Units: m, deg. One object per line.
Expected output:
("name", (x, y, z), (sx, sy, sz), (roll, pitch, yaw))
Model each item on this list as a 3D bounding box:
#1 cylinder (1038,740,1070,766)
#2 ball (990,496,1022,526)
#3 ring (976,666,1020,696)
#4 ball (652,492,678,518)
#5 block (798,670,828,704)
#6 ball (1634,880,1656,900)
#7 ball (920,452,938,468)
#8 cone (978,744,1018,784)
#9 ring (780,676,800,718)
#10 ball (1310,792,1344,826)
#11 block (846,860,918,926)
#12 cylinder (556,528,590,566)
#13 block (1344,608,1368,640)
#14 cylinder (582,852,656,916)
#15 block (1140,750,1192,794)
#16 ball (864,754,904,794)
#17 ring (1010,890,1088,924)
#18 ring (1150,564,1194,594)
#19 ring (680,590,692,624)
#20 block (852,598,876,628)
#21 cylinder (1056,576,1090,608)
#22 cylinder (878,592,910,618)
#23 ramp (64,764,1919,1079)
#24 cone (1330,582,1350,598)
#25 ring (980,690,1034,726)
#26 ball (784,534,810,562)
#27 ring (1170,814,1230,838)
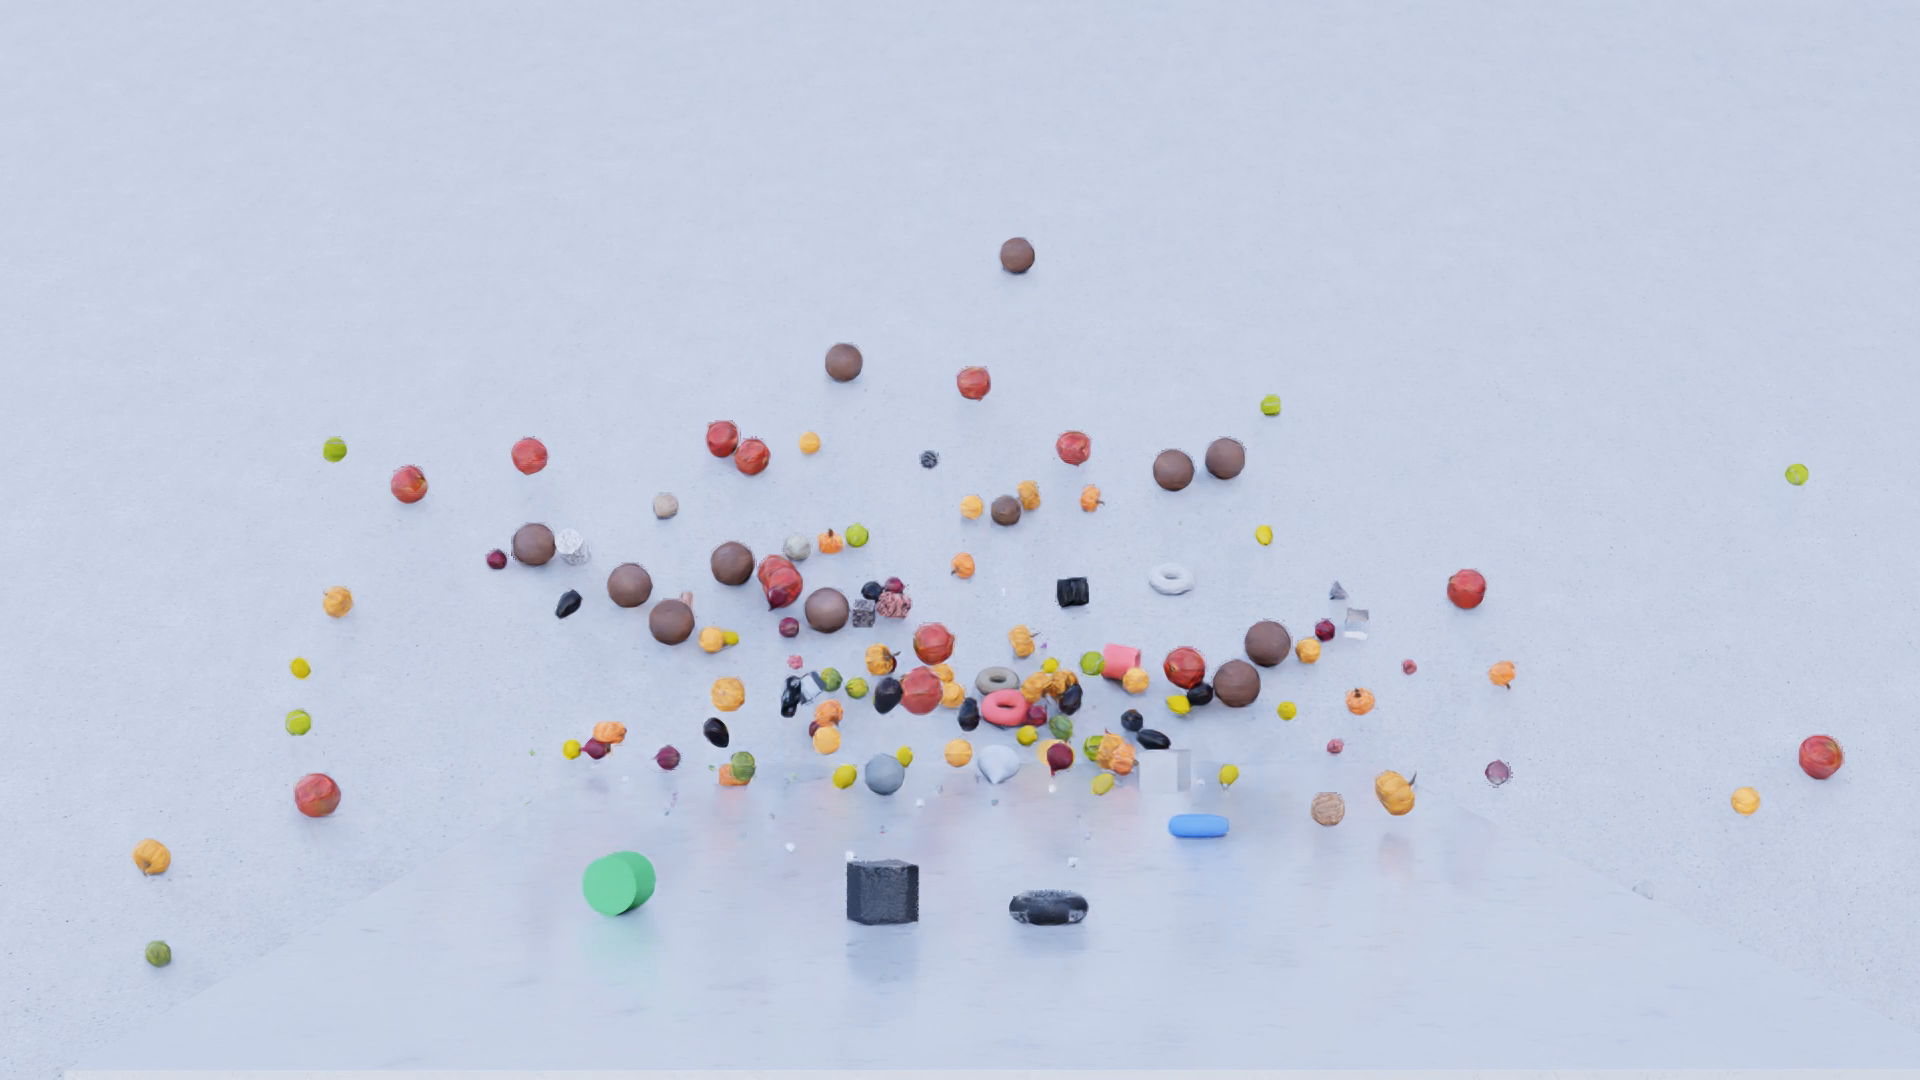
("cylinder", (0.239, 0.541, 6.582), (0.065, 0.065, 0.065), (16, 2, 25))
("ball", (0.140, -0.088, 7.866), (0.096, 0.096, 0.096), (0, 31, 0))
("ring", (0.104, 0.391, 7.123), (0.123, 0.041, 0.123), (1, 32, 0))
("ball", (-0.899, -0.105, 7.911), (0.078, 0.078, 0.078), (0, 31, 0))
("block", (-0.410, 0.398, 7.002), (0.060, 0.060, 0.060), (-31, 6, 47))
("ball", (1.674, 0.859, 6.332), (0.053, 0.053, 0.053), (0, 31, 0))
("ball", (-0.096, -0.252, 8.178), (0.054, 0.054, 0.054), (0, 31, 0))
("cone", (0.084, 0.550, 6.104), (0.100, 0.100, 0.100), (4, 27, 6))
("ring", (-0.454, 0.420, 6.937), (0.039, 0.116, 0.116), (11, 30, -9))
("ball", (0.727, 0.533, 5.118), (0.067, 0.067, 0.067), (0, 31, 0))
("block", (-0.114, 0.517, 3.800), (0.082, 0.082, 0.082), (0, 0, -23))
("cylinder", (-1.145, 0.021, 7.667), (0.082, 0.082, 0.082), (-5, 64, 11))
("block", (1.127, 0.238, 7.358), (0.061, 0.061, 0.061), (6, 32, 9))
("cylinder", (-0.512, 0.515, 3.891), (0.086, 0.086, 0.086), (8, 1, 13))
("block", (0.468, 0.526, 5.898), (0.090, 0.090, 0.090), (0, 0, 27))
("ball", (-0.170, 0.525, 5.801), (0.091, 0.091, 0.091), (0, 31, 0))
("ring", (0.130, 0.539, 3.793), (0.116, 0.039, 0.116), (-1, 1, 0))
("ring", (0.620, 0.114, 7.580), (0.131, 0.044, 0.131), (1, 32, -1))
("ring", (-0.781, 0.193, 7.397), (0.032, 0.097, 0.097), (4, 30, -8))
("block", (-0.275, 0.210, 7.407), (0.058, 0.058, 0.058), (3, 31, 6))
("cylinder", (0.326, 0.150, 7.481), (0.080, 0.080, 0.080), (-6, 32, -8))
("cylinder", (-0.189, 0.187, 7.411), (0.070, 0.070, 0.070), (9, 24, -30))
("ramp", (0.069, 0.613, 4.687), (2.000, 0.100, 4.000), (0, 0, 0))
("cone", (1.111, 0.157, 7.527), (0.055, 0.055, 0.055), (24, 29, -12))
("ring", (0.127, 0.454, 7.012), (0.143, 0.048, 0.143), (-1, 31, 1))
("ball", (-0.484, 0.023, 7.694), (0.081, 0.081, 0.081), (0, 31, 0))
("ring", (0.457, 0.546, 4.943), (0.116, 0.039, 0.116), (-1, -2, 0))
